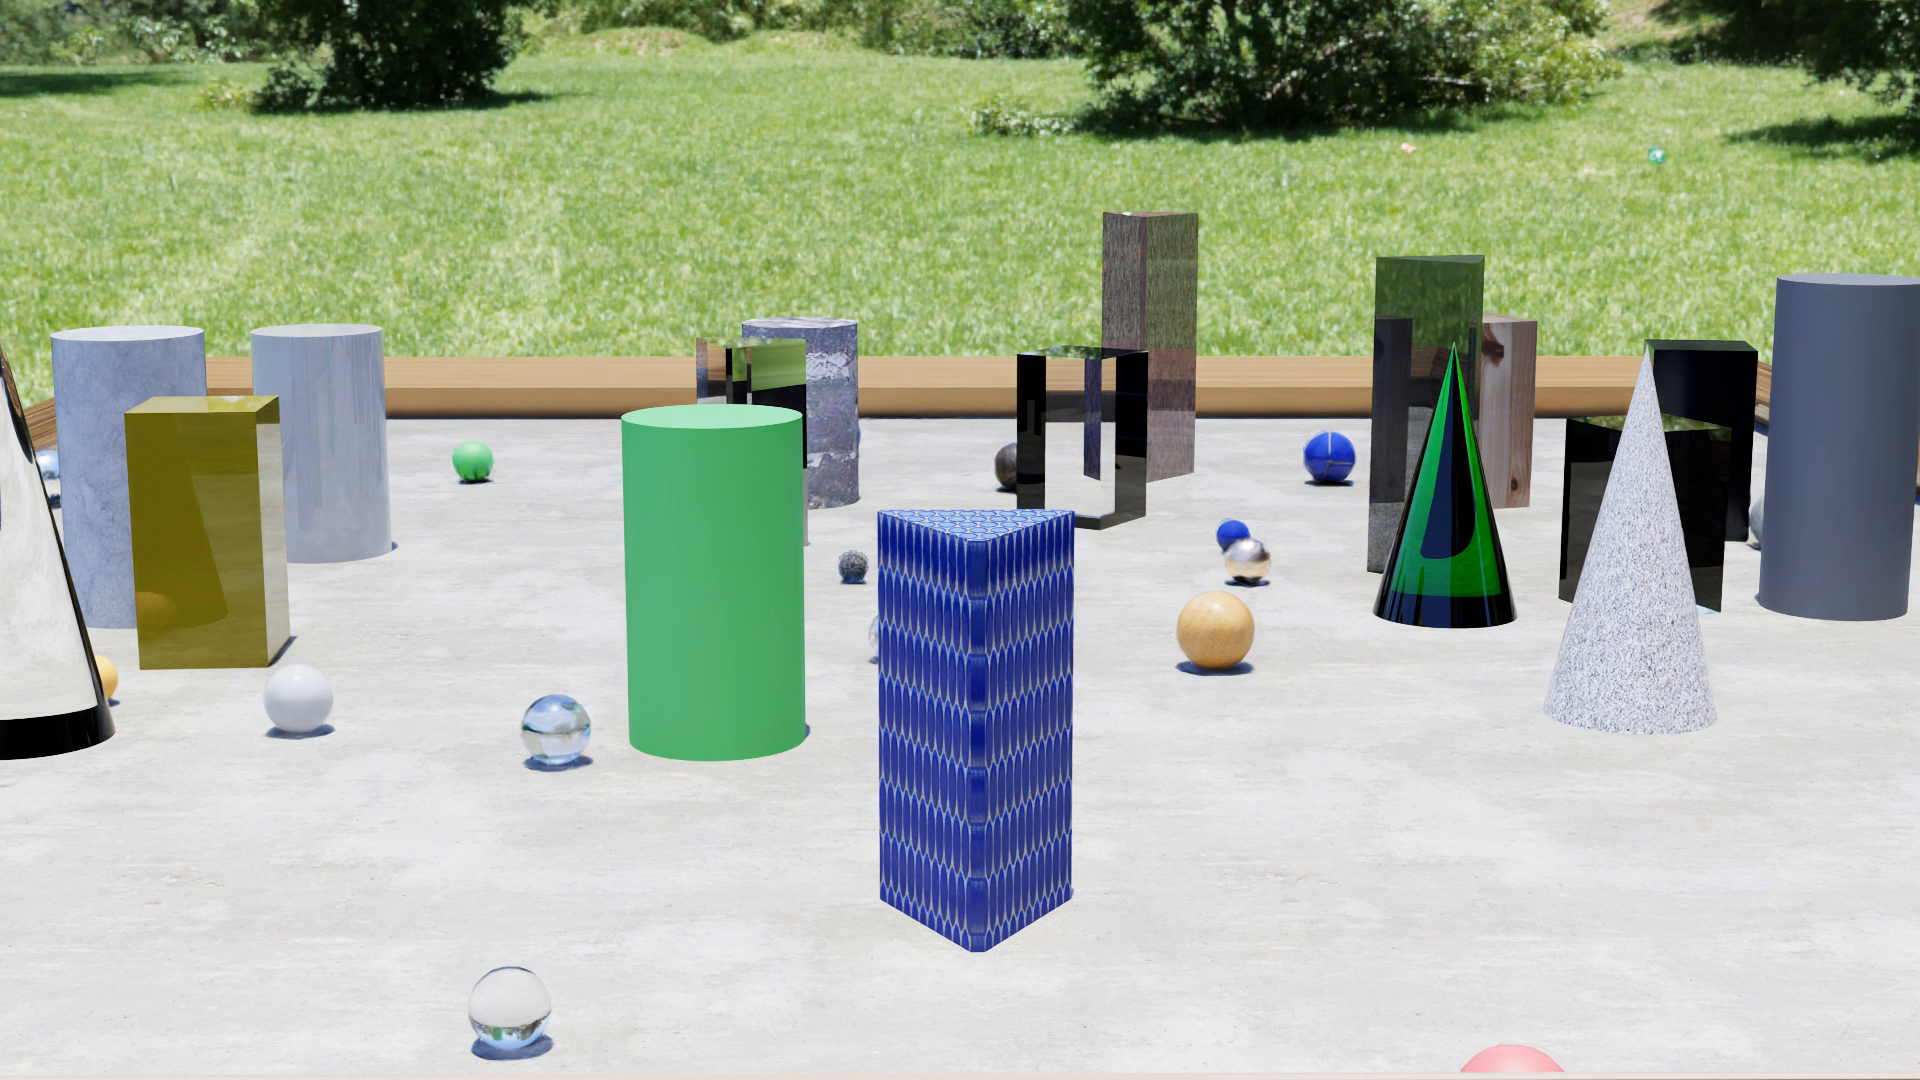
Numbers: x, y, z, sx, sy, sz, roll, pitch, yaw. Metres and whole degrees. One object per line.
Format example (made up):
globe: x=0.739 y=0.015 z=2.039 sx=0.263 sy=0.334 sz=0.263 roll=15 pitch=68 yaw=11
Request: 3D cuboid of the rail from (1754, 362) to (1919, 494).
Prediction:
rail: x=1.623 y=0.030 z=3.458 sx=0.045 sy=0.125 sz=3.853 roll=0 pitch=11 yaw=0

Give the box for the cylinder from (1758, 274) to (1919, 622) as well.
cylinder: x=1.184 y=-0.128 z=3.444 sx=0.193 sy=0.444 sz=0.193 roll=0 pitch=11 yaw=0

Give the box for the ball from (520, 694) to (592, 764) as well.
ball: x=-0.425 y=0.199 z=2.697 sx=0.074 sy=0.074 sz=0.074 roll=0 pitch=11 yaw=0

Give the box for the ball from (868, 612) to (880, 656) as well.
ball: x=-0.079 y=0.116 z=3.161 sx=0.067 sy=0.067 sz=0.067 roll=0 pitch=11 yaw=0

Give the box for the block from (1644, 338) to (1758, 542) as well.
block: x=1.150 y=-0.158 z=4.013 sx=0.154 sy=0.295 sz=0.154 roll=2 pitch=11 yaw=9

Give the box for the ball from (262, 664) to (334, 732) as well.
ball: x=-0.729 y=0.174 z=2.826 sx=0.076 sy=0.076 sz=0.076 roll=0 pitch=11 yaw=0

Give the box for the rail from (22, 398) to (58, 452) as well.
rail: x=-1.623 y=0.034 z=3.440 sx=0.045 sy=0.125 sz=3.853 roll=0 pitch=11 yaw=0

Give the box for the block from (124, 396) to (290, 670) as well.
block: x=-0.927 y=-0.012 z=3.171 sx=0.154 sy=0.315 sz=0.154 roll=-1 pitch=11 yaw=-5

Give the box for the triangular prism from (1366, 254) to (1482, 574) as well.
triangular prism: x=0.701 y=-0.177 z=3.679 sx=0.167 sy=0.455 sz=0.144 roll=10 pitch=15 yaw=44

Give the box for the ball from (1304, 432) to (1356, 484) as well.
ball: x=0.649 y=-0.145 z=4.498 sx=0.091 sy=0.091 sz=0.091 roll=0 pitch=11 yaw=0

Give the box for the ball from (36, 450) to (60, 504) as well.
ball: x=-1.526 y=-0.105 z=4.282 sx=0.092 sy=0.092 sz=0.092 roll=0 pitch=11 yaw=0

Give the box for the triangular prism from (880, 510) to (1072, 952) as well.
triangular prism: x=0.035 y=0.152 z=2.202 sx=0.144 sy=0.348 sz=0.167 roll=-6 pitch=12 yaw=-30

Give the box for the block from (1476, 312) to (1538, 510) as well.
block: x=0.850 y=-0.216 z=4.285 sx=0.154 sy=0.310 sz=0.154 roll=-3 pitch=11 yaw=-18

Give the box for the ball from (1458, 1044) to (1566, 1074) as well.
ball: x=0.369 y=0.378 z=1.712 sx=0.082 sy=0.082 sz=0.082 roll=0 pitch=11 yaw=0

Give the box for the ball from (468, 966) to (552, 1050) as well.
ball: x=-0.337 y=0.350 z=1.919 sx=0.062 sy=0.062 sz=0.062 roll=0 pitch=11 yaw=0

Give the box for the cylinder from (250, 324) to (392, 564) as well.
cylinder: x=-0.956 y=-0.147 z=3.846 sx=0.193 sy=0.335 sz=0.193 roll=0 pitch=11 yaw=0

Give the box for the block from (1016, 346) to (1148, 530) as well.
block: x=0.197 y=-0.167 z=4.129 sx=0.154 sy=0.271 sz=0.154 roll=7 pitch=12 yaw=31

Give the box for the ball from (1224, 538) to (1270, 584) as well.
ball: x=0.407 y=0.029 z=3.634 sx=0.066 sy=0.066 sz=0.066 roll=0 pitch=11 yaw=0

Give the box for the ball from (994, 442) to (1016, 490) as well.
ball: x=0.100 y=-0.127 z=4.425 sx=0.083 sy=0.083 sz=0.083 roll=0 pitch=11 yaw=0

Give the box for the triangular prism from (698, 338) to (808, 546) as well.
triangular prism: x=-0.342 y=-0.144 z=3.877 sx=0.144 sy=0.317 sz=0.167 roll=8 pitch=13 yaw=38

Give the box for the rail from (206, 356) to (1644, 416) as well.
rail: x=-0.011 y=-0.316 z=5.320 sx=3.294 sy=0.125 sz=0.045 roll=0 pitch=11 yaw=0

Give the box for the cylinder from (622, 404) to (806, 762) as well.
cylinder: x=-0.265 y=0.042 z=2.773 sx=0.193 sy=0.355 sz=0.193 roll=0 pitch=11 yaw=0

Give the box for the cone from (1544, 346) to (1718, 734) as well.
cone: x=0.760 y=-0.010 z=2.875 sx=0.193 sy=0.420 sz=0.193 roll=0 pitch=11 yaw=0

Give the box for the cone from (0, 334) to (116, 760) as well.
cone: x=-1.025 y=-0.013 z=2.766 sx=0.193 sy=0.465 sz=0.193 roll=0 pitch=11 yaw=0

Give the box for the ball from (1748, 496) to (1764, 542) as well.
ball: x=1.243 y=-0.030 z=3.897 sx=0.086 sy=0.086 sz=0.086 roll=0 pitch=11 yaw=0

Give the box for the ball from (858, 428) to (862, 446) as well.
ball: x=-0.223 y=-0.194 z=4.806 sx=0.076 sy=0.076 sz=0.076 roll=0 pitch=11 yaw=0

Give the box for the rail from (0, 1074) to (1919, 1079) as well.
rail: x=0.011 y=0.380 z=1.578 sx=3.294 sy=0.125 sz=0.045 roll=0 pitch=11 yaw=0

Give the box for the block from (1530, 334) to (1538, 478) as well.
block: x=0.913 y=-0.231 z=4.514 sx=0.154 sy=0.255 sz=0.154 roll=6 pitch=12 yaw=27

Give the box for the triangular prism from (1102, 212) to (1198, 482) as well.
triangular prism: x=0.312 y=-0.347 z=4.564 sx=0.144 sy=0.466 sz=0.167 roll=8 pitch=13 yaw=38

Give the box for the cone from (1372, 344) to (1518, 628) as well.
cone: x=0.650 y=-0.082 z=3.408 sx=0.193 sy=0.366 sz=0.193 roll=0 pitch=11 yaw=0

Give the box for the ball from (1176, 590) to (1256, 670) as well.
ball: x=0.311 y=0.109 z=3.120 sx=0.096 sy=0.096 sz=0.096 roll=0 pitch=11 yaw=0

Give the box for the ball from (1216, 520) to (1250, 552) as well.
ball: x=0.411 y=-0.005 z=3.858 sx=0.051 sy=0.051 sz=0.051 roll=0 pitch=11 yaw=0

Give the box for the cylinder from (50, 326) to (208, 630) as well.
cylinder: x=-1.093 y=-0.087 z=3.403 sx=0.193 sy=0.377 sz=0.193 roll=0 pitch=11 yaw=0

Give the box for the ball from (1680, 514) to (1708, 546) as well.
ball: x=1.118 y=-0.015 z=3.921 sx=0.048 sy=0.048 sz=0.048 roll=0 pitch=11 yaw=0

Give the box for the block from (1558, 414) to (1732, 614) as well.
block: x=0.923 y=-0.034 z=3.466 sx=0.154 sy=0.251 sz=0.154 roll=-4 pitch=11 yaw=-19

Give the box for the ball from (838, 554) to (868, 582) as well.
ball: x=-0.152 y=0.040 z=3.641 sx=0.042 sy=0.042 sz=0.042 roll=0 pitch=11 yaw=0

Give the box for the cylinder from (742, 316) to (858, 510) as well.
cylinder: x=-0.267 y=-0.215 z=4.305 sx=0.193 sy=0.301 sz=0.193 roll=0 pitch=11 yaw=0

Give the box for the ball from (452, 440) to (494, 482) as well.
ball: x=-0.858 y=-0.139 z=4.522 sx=0.072 sy=0.072 sz=0.072 roll=0 pitch=11 yaw=0

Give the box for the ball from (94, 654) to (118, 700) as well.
ball: x=-0.997 y=0.161 z=2.945 sx=0.059 sy=0.059 sz=0.059 roll=0 pitch=11 yaw=0
